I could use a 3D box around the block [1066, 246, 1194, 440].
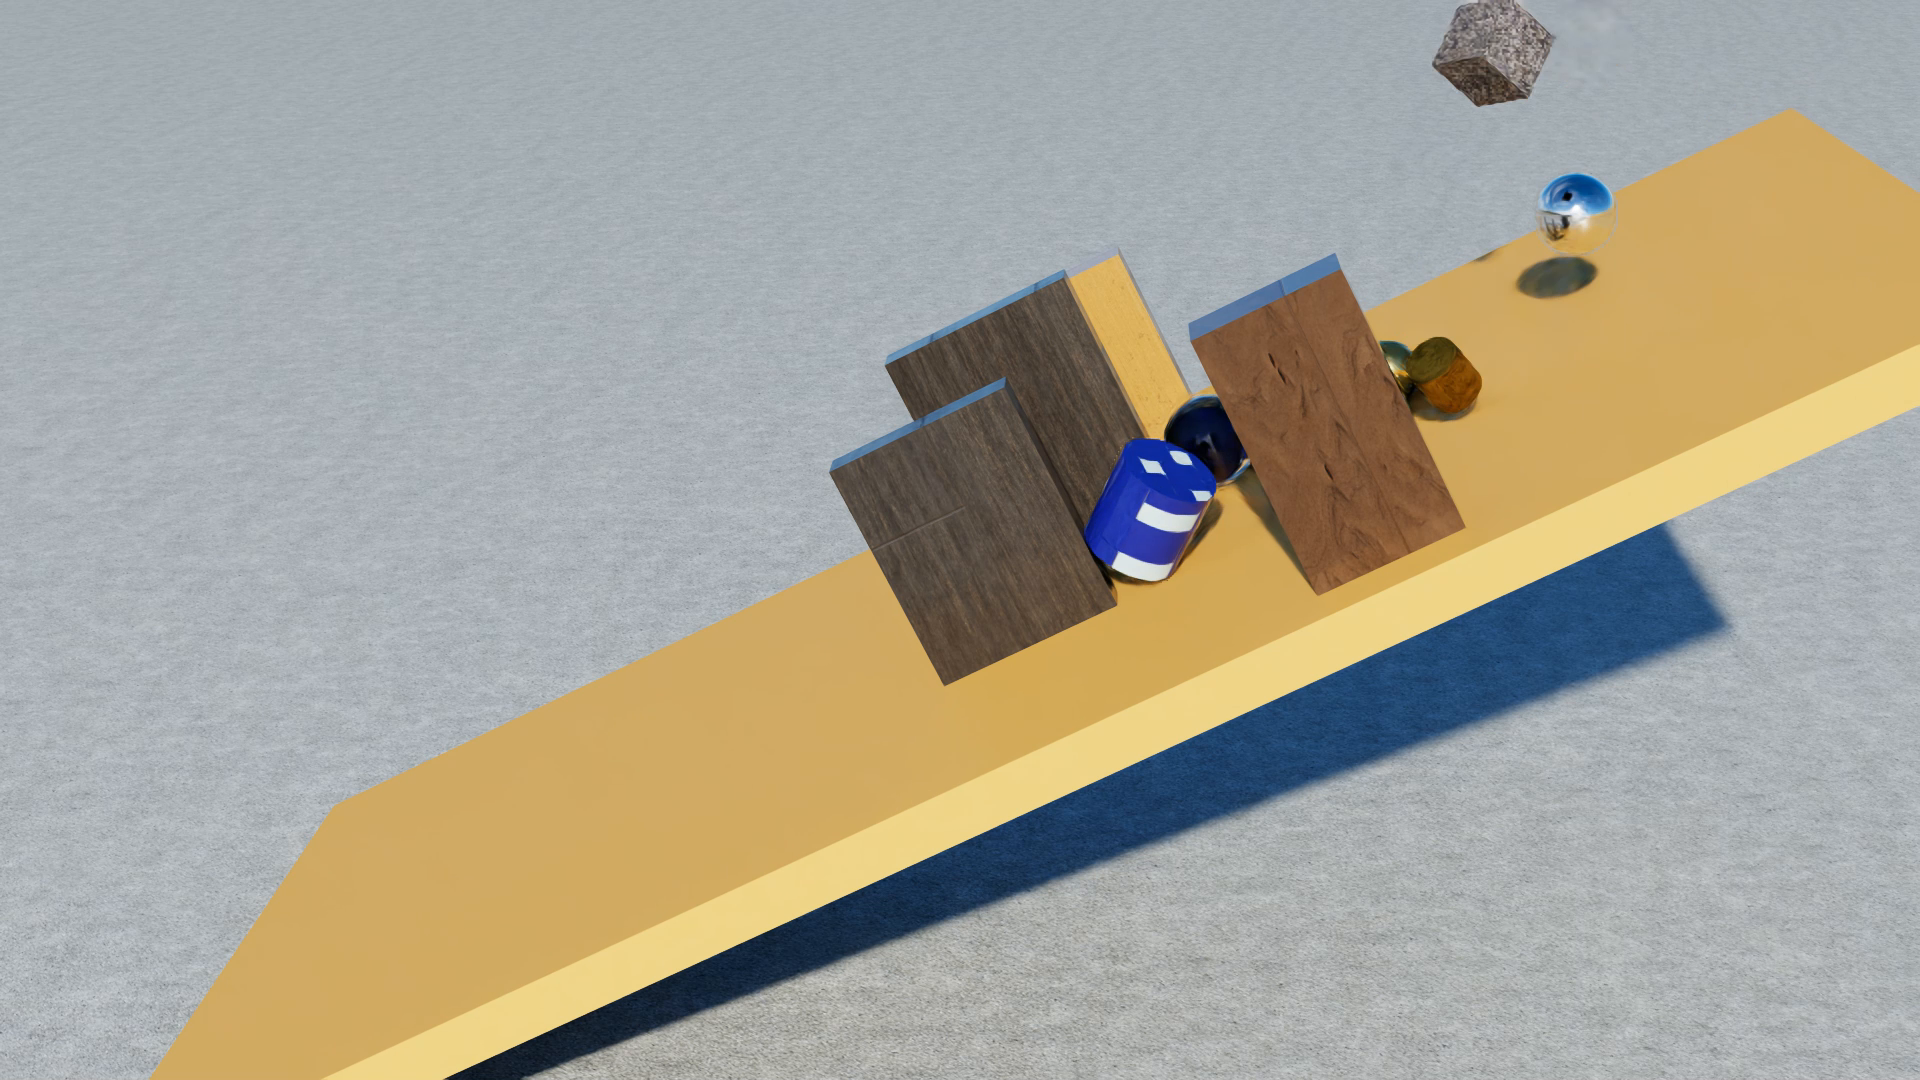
[{"bbox_3d":[0.305,-0.405,6.898,0.364,0.442,0.104,-25,14,10],"label":"block"}]

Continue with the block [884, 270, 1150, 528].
[{"bbox_3d":[0.157,-0.237,6.335,0.427,0.554,0.092,-25,14,10],"label":"block"}]

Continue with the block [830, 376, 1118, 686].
[{"bbox_3d":[0.030,-0.014,5.882,0.389,0.500,0.089,-25,14,10],"label":"block"}]

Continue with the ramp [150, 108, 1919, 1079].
[{"bbox_3d":[0.139,0.168,6.281,4.000,0.100,2.000,-25,14,10],"label":"ramp"}]

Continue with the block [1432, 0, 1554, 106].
[{"bbox_3d":[1.034,-0.947,5.700,0.141,0.141,0.141,35,-18,-28],"label":"block"}]

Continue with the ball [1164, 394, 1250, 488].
[{"bbox_3d":[0.533,-0.211,6.267,0.198,0.198,0.198,0,17,0],"label":"ball"}]

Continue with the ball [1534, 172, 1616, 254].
[{"bbox_3d":[1.253,-0.665,5.988,0.165,0.165,0.165,0,17,0],"label":"ball"}]

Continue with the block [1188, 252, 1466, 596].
[{"bbox_3d":[0.661,-0.207,5.306,0.293,0.528,0.145,-25,14,10],"label":"block"}]

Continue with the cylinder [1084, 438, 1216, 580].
[{"bbox_3d":[0.377,-0.061,5.833,0.201,0.201,0.201,17,33,-12],"label":"cylinder"}]

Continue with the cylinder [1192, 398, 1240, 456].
[{"bbox_3d":[0.586,-0.259,6.423,0.113,0.113,0.113,-17,-14,-43],"label":"cylinder"}]

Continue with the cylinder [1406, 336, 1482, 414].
[{"bbox_3d":[0.957,-0.326,5.812,0.109,0.109,0.109,20,-17,49],"label":"cylinder"}]

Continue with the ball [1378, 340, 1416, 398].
[{"bbox_3d":[0.902,-0.354,6.207,0.136,0.136,0.136,0,17,0],"label":"ball"}]
